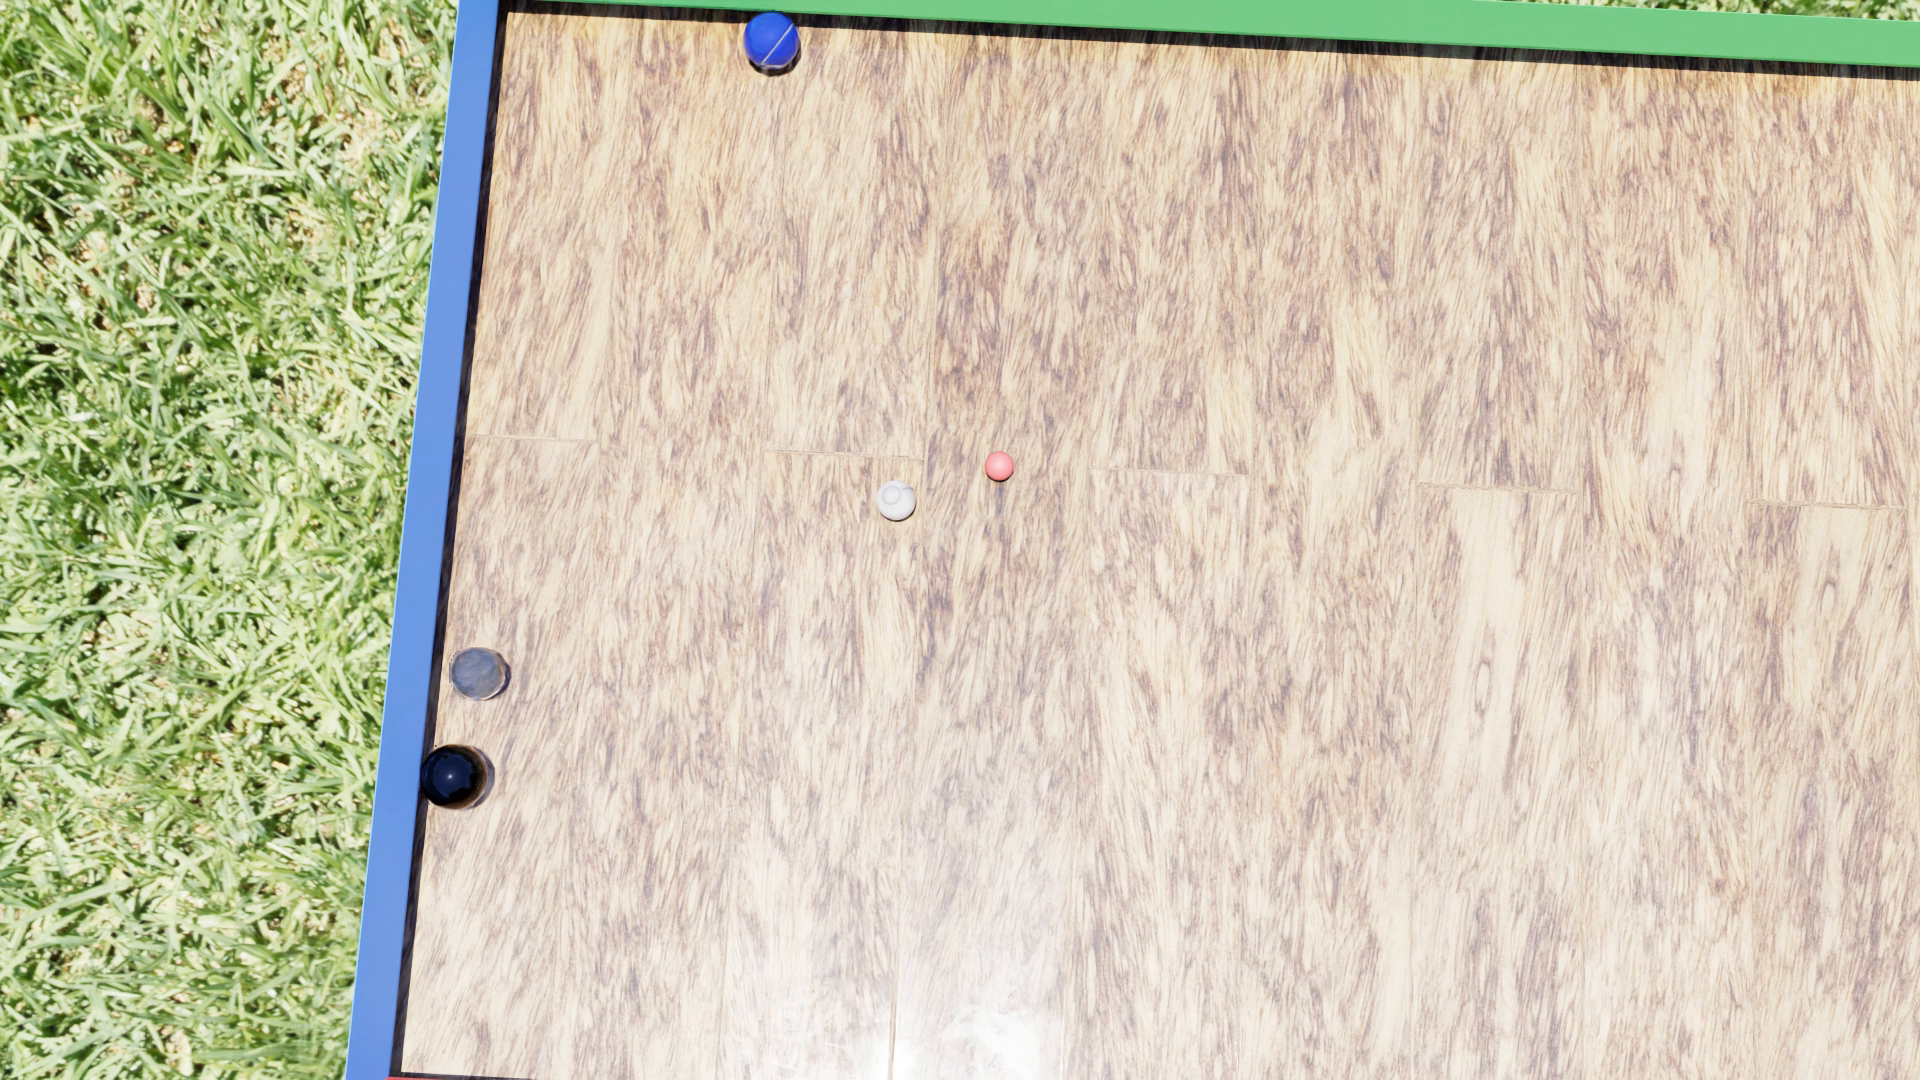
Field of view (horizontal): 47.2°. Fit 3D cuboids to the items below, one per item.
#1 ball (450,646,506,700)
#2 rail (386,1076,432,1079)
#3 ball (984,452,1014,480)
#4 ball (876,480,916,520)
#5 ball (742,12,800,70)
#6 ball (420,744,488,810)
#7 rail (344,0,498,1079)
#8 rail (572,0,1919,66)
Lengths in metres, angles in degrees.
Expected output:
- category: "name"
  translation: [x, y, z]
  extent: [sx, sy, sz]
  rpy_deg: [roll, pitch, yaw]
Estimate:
- category: "ball"
  translation: [-0.713, 0.197, 3.257]
  extent: [0.079, 0.079, 0.079]
  rpy_deg: [0, 78, 0]
- category: "rail"
  translation: [0.768, 0.863, 3.094]
  extent: [3.253, 0.127, 0.045]
  rpy_deg: [3, 78, 1]
- category: "ball"
  translation: [0.060, -0.112, 3.338]
  extent: [0.044, 0.044, 0.044]
  rpy_deg: [0, 78, 0]
- category: "ball"
  translation: [-0.097, -0.060, 3.319]
  extent: [0.060, 0.060, 0.060]
  rpy_deg: [0, 78, 0]
- category: "ball"
  translation: [-0.297, -0.784, 3.454]
  extent: [0.089, 0.089, 0.089]
  rpy_deg: [0, 78, 0]
- category: "ball"
  translation: [-0.739, 0.347, 3.216]
  extent: [0.098, 0.098, 0.098]
  rpy_deg: [0, 78, 0]
- category: "rail"
  translation: [-0.789, -0.046, 3.281]
  extent: [0.045, 0.127, 1.739]
  rpy_deg: [3, 78, 1]
- category: "rail"
  translation: [0.856, -0.792, 3.435]
  extent: [3.253, 0.127, 0.045]
  rpy_deg: [3, 78, 1]
